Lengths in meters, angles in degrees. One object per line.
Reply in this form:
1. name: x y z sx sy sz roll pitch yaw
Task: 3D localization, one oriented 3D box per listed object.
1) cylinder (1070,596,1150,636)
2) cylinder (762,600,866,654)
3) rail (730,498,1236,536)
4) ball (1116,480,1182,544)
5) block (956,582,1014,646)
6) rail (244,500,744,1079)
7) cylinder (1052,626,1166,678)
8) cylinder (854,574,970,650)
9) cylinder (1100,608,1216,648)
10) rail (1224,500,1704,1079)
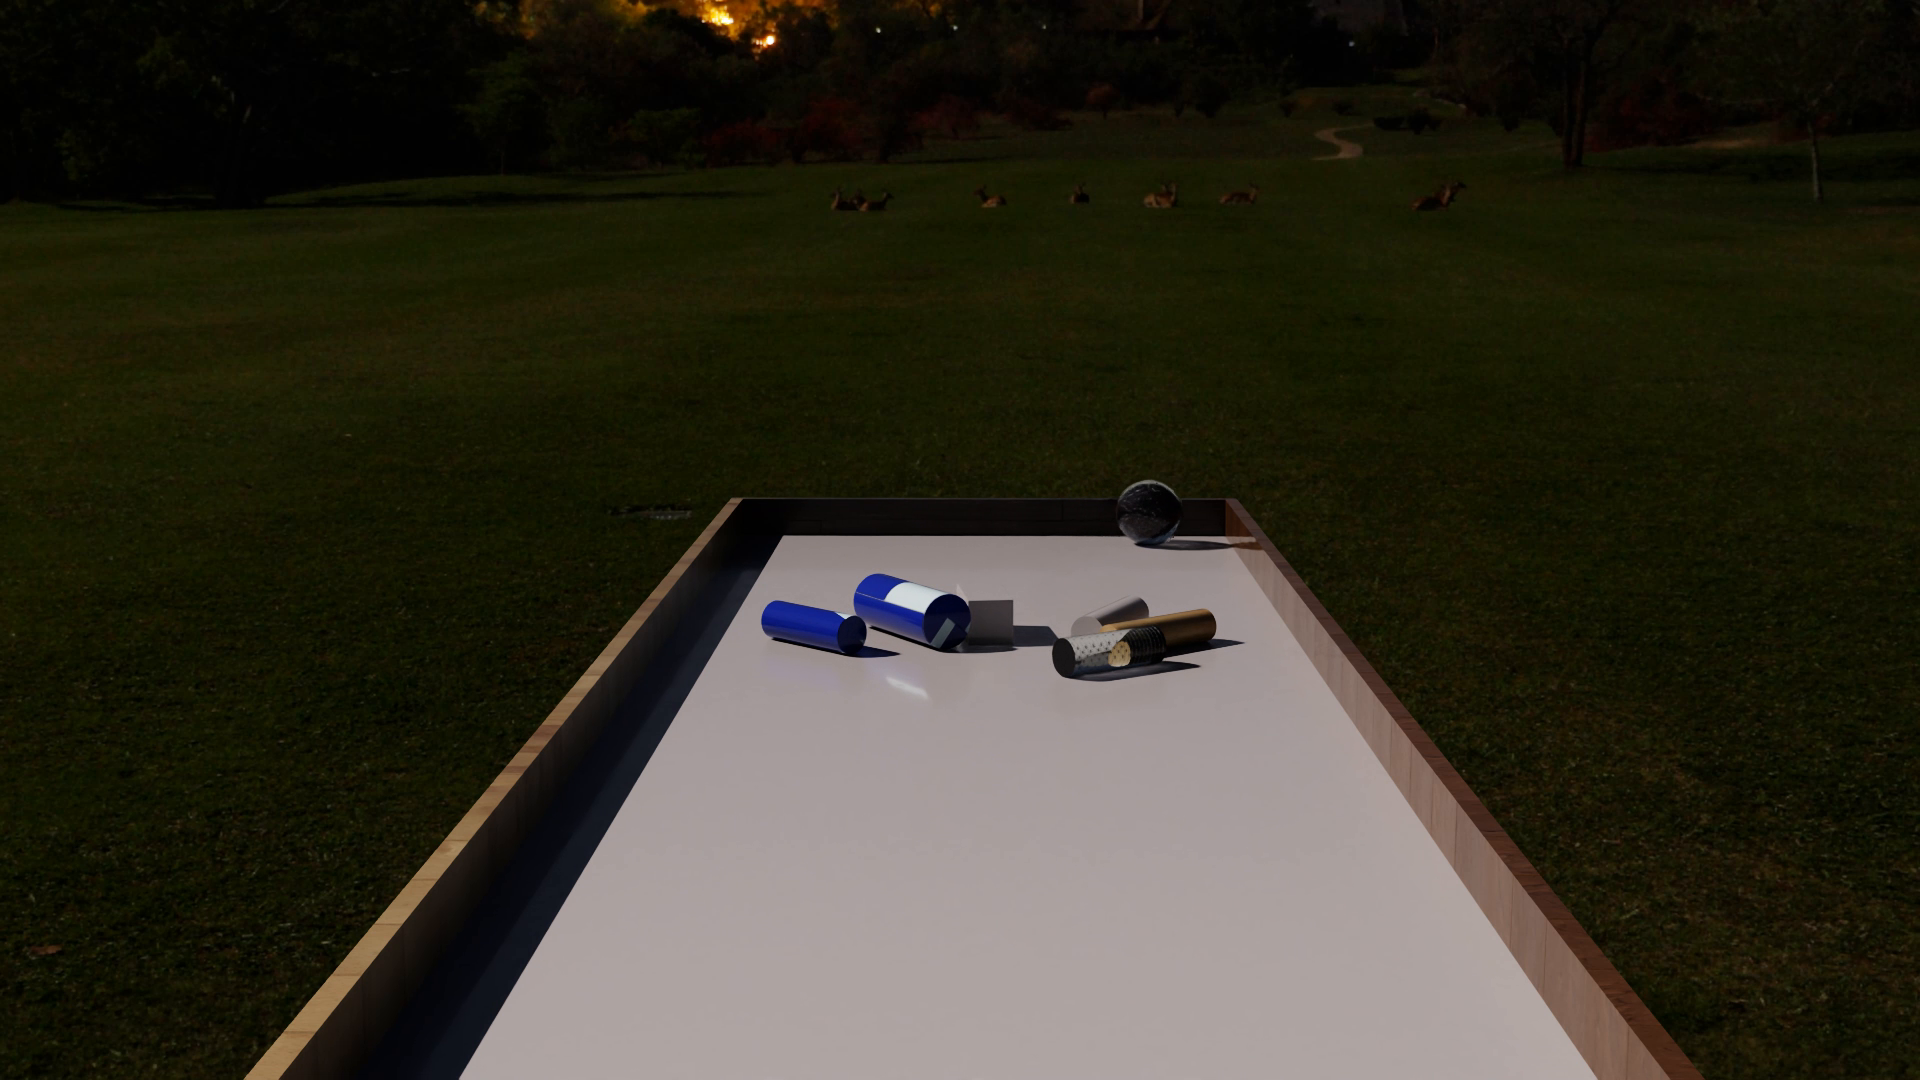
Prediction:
1. cylinder: 0.478 0.264 6.983 0.114 0.114 0.389 4 10 25
2. cylinder: -0.460 0.273 6.901 0.360 0.122 0.122 9 13 44
3. rail: 0.099 -0.098 9.147 2.100 0.150 0.050 0 9 1
4. ball: 0.760 -0.112 8.873 0.264 0.264 0.264 0 9 0
5. block: 0.079 0.235 7.069 0.143 0.143 0.318 -1 9 -7
6. rail: -1.004 0.839 3.234 0.050 0.150 12.000 0 9 1
7. cylinder: 0.445 0.330 6.547 0.339 0.116 0.116 -6 11 -33
8. cylinder: -0.156 0.225 7.030 0.175 0.175 0.441 -6 11 -31
9. cylinder: 0.617 0.289 6.854 0.411 0.104 0.104 -7 12 -38
10. rail: 1.046 0.843 3.208 0.050 0.150 12.000 0 9 1
